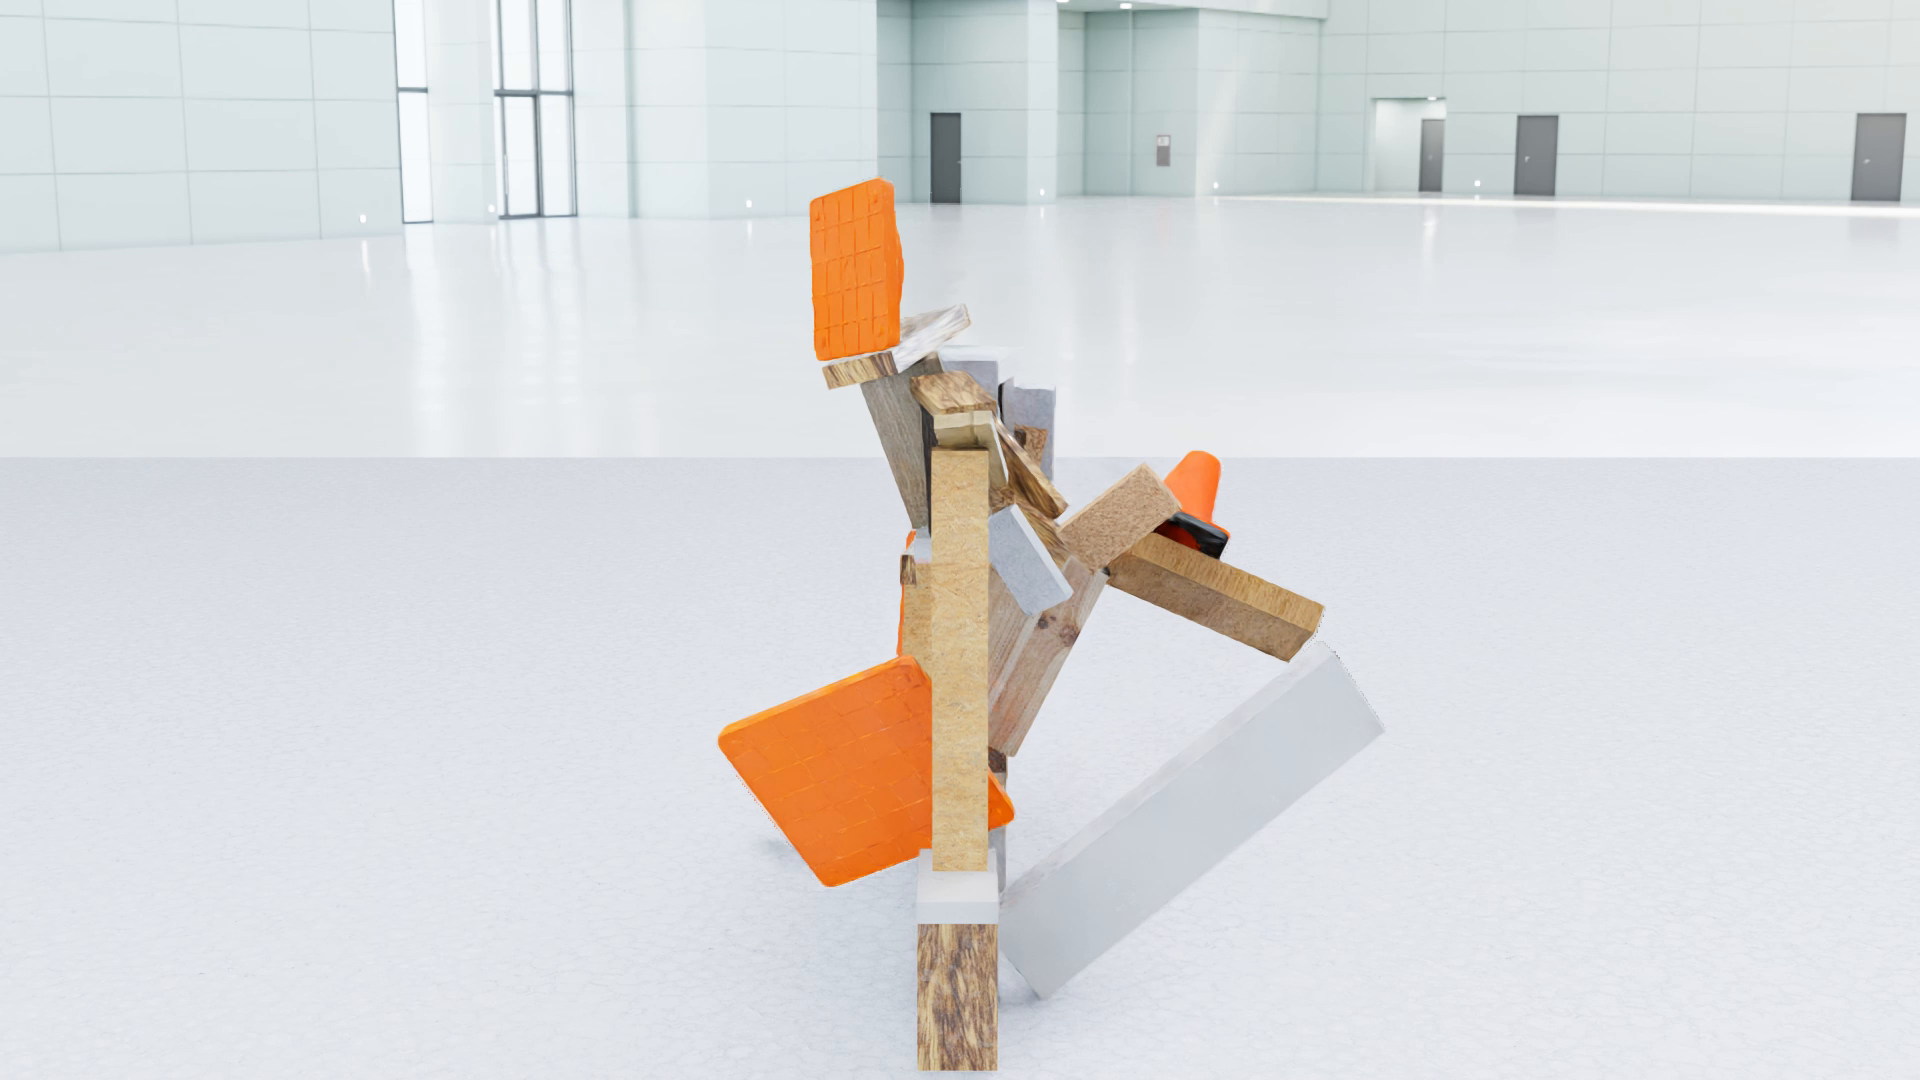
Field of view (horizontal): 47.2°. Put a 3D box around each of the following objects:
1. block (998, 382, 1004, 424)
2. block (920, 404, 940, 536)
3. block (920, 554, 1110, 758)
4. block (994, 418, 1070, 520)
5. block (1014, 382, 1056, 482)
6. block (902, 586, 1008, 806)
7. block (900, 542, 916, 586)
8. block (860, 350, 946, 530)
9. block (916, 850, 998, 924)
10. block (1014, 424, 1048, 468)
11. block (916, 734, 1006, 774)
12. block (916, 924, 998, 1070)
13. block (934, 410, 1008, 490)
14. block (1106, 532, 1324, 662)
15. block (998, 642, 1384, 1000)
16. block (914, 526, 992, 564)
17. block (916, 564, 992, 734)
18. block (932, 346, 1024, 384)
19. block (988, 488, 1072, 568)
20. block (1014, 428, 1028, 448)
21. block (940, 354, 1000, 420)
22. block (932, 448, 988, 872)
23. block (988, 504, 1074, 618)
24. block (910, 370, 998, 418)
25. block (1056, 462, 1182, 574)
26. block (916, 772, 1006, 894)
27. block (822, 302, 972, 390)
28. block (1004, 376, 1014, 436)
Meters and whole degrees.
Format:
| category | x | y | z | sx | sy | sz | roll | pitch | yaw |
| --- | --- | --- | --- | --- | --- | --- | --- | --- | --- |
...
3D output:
| category | x | y | z | sx | sy | sz | roll | pitch | yaw |
| --- | --- | --- | --- | --- | --- | --- | --- | --- | --- |
| block | -0.001 | -0.124 | 3.676 | 0.142 | 0.283 | 0.040 | 2 | 15 | 5 |
| block | -0.011 | -0.117 | 3.364 | 0.086 | 0.220 | 0.024 | -4 | 14 | 0 |
| block | 0.082 | 0.154 | 3.337 | 0.161 | 0.322 | 0.046 | 26 | 15 | -4 |
| block | 0.074 | -0.090 | 3.237 | 0.086 | 0.172 | 0.024 | -37 | 5 | 34 |
| block | 0.125 | -0.195 | 4.023 | 0.093 | 0.186 | 0.026 | 4 | 25 | 9 |
| block | -0.007 | 0.260 | 3.724 | 0.176 | 0.385 | 0.050 | 2 | 9 | 5 |
| block | 0.007 | 0.027 | 3.809 | 0.176 | 0.050 | 0.352 | 2 | 8 | 6 |
| block | -0.053 | -0.154 | 3.412 | 0.128 | 0.257 | 0.036 | -17 | 22 | 7 |
| block | -0.003 | 0.474 | 3.020 | 0.108 | 0.031 | 0.217 | 0 | 11 | 0 |
| block | 0.068 | 0.008 | 3.995 | 0.093 | 0.442 | 0.026 | 12 | 2 | 5 |
| block | 0.002 | 0.315 | 3.525 | 0.139 | 0.039 | 0.277 | 0 | 11 | 0 |
| block | -0.003 | 0.609 | 2.972 | 0.108 | 0.217 | 0.031 | 0 | 11 | 0 |
| block | 0.016 | -0.118 | 2.959 | 0.076 | 0.021 | 0.151 | -6 | -33 | 8 |
| block | 0.372 | 0.079 | 3.312 | 0.322 | 0.046 | 0.161 | 23 | -20 | 2 |
| block | 0.322 | 0.410 | 3.205 | 0.639 | 0.161 | 0.046 | -38 | 25 | -2 |
| block | 0.002 | -0.009 | 3.509 | 0.140 | 0.040 | 0.280 | 0 | 11 | 1 |
| block | 0.003 | 0.165 | 3.452 | 0.140 | 0.280 | 0.040 | 0 | 13 | 1 |
| block | 0.018 | -0.298 | 3.725 | 0.142 | 0.040 | 0.283 | 2 | 10 | 10 |
| block | 0.087 | -0.013 | 3.212 | 0.161 | 0.081 | 0.023 | 36 | 25 | -1 |
| block | 0.054 | -0.109 | 3.880 | 0.093 | 0.186 | 0.026 | 9 | 14 | -7 |
| block | -0.001 | -0.175 | 3.588 | 0.128 | 0.257 | 0.036 | 0 | 21 | 3 |
| block | 0.000 | 0.167 | 2.981 | 0.076 | 0.588 | 0.021 | 0 | 12 | 0 |
| block | 0.086 | 0.029 | 3.071 | 0.076 | 0.151 | 0.021 | -26 | 13 | 35 |
| block | -0.012 | -0.213 | 3.272 | 0.086 | 0.024 | 0.172 | -9 | 22 | -14 |
| block | 0.222 | -0.030 | 3.085 | 0.161 | 0.081 | 0.023 | -37 | 14 | 19 |
| block | 0.002 | 0.487 | 3.463 | 0.139 | 0.277 | 0.039 | 0 | 11 | 0 |
| block | -0.096 | -0.302 | 3.418 | 0.128 | 0.036 | 0.256 | -10 | 17 | 31 |
| block | 0.020 | -0.146 | 3.830 | 0.142 | 0.283 | 0.040 | -1 | 16 | -4 |
